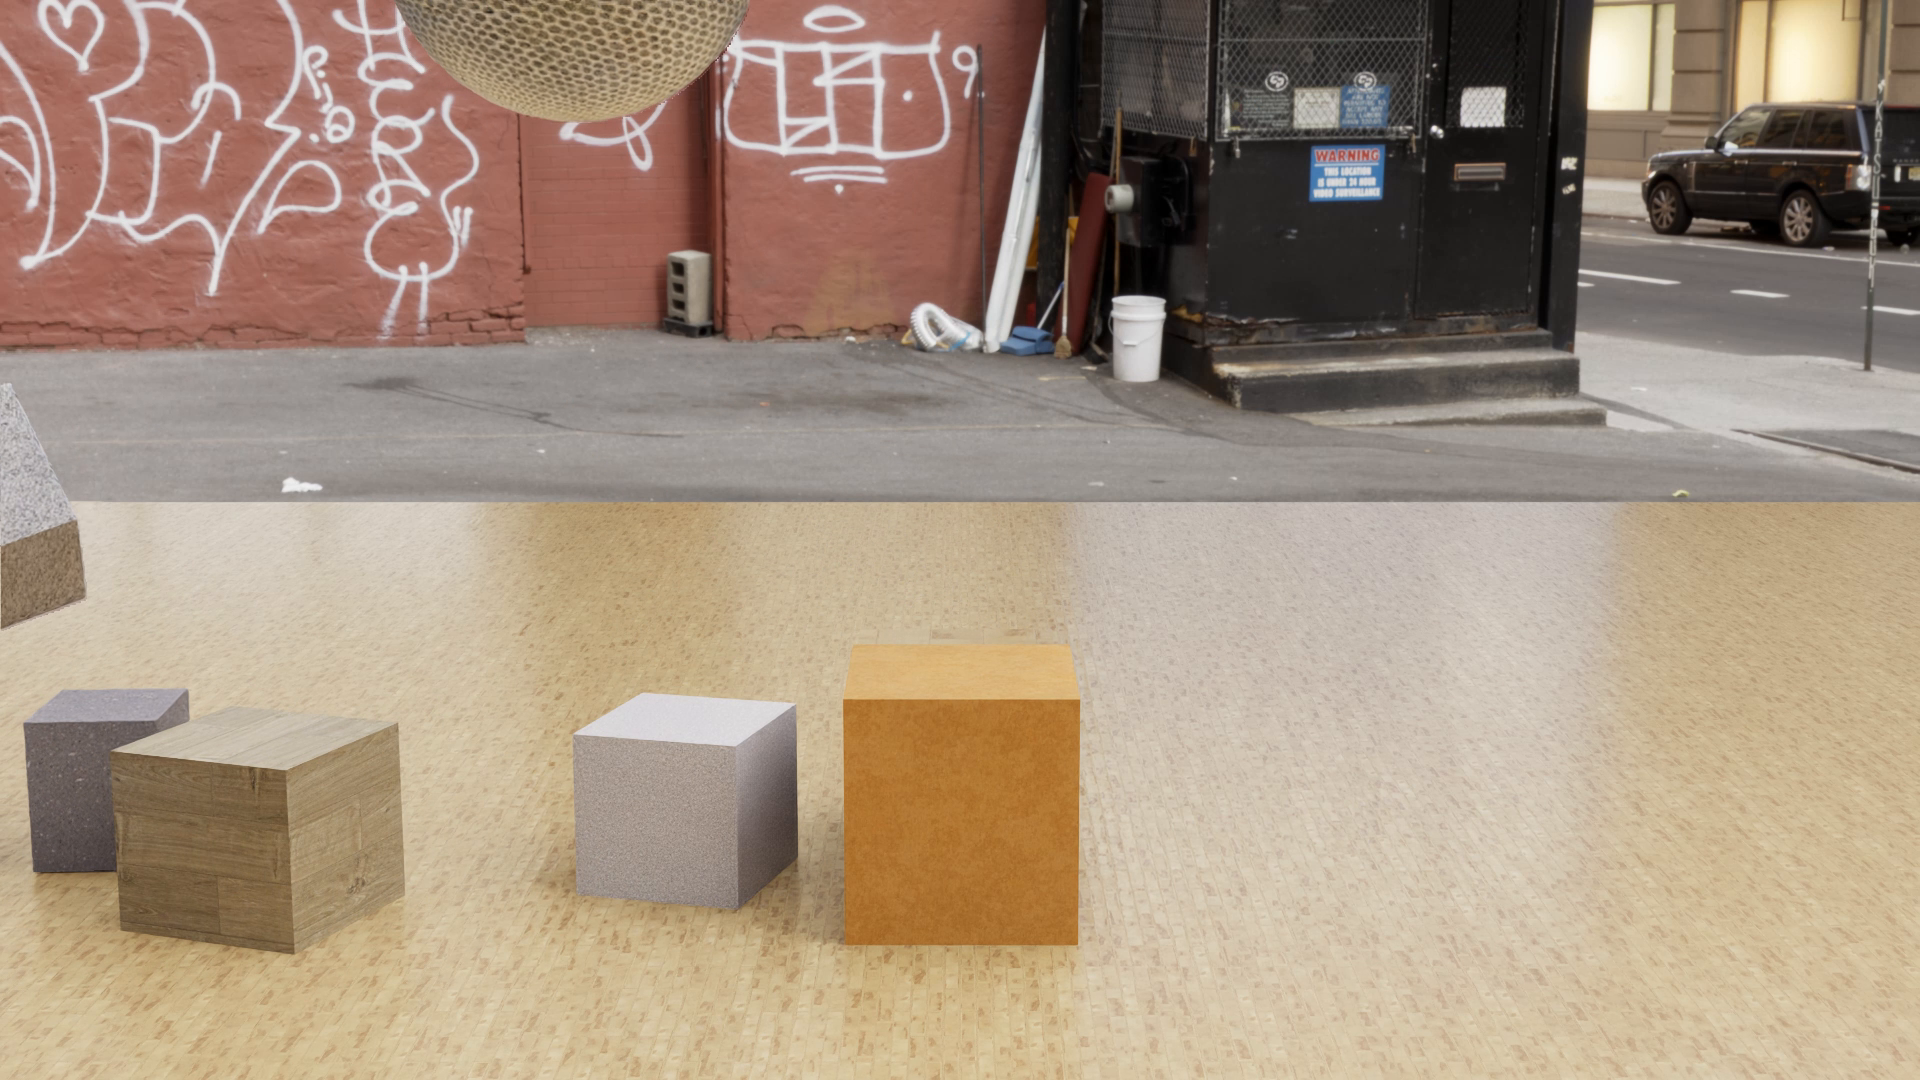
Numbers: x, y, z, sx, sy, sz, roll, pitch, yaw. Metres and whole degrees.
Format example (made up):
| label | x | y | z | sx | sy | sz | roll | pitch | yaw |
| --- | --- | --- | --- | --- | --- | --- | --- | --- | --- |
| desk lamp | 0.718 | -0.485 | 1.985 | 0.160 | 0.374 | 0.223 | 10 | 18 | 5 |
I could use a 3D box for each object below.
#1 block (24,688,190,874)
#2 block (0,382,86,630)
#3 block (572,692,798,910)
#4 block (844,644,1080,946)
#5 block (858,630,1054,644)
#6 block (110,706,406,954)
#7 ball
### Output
| label | x | y | z | sx | sy | sz | roll | pitch | yaw |
| --- | --- | --- | --- | --- | --- | --- | --- | --- | --- |
| block | -3.852 | 1.086 | 11.662 | 0.575 | 0.691 | 0.608 | -1 | 10 | -4 |
| block | -4.615 | -0.106 | 12.038 | 0.691 | 0.792 | 0.800 | -23 | -20 | -25 |
| block | -1.197 | 1.136 | 11.315 | 0.744 | 0.717 | 0.776 | 3 | 11 | 15 |
| block | 0.007 | 1.056 | 10.873 | 0.951 | 1.031 | 1.003 | 0 | 10 | 0 |
| block | -0.020 | 0.950 | 11.868 | 0.916 | 0.885 | 0.974 | 0 | 10 | 0 |
| block | -2.942 | 1.201 | 10.809 | 0.851 | 0.770 | 0.815 | 4 | 11 | 20 |
| ball | -1.621 | -2.555 | 10.716 | 1.600 | 1.600 | 1.600 | 0 | 10 | 0 |
